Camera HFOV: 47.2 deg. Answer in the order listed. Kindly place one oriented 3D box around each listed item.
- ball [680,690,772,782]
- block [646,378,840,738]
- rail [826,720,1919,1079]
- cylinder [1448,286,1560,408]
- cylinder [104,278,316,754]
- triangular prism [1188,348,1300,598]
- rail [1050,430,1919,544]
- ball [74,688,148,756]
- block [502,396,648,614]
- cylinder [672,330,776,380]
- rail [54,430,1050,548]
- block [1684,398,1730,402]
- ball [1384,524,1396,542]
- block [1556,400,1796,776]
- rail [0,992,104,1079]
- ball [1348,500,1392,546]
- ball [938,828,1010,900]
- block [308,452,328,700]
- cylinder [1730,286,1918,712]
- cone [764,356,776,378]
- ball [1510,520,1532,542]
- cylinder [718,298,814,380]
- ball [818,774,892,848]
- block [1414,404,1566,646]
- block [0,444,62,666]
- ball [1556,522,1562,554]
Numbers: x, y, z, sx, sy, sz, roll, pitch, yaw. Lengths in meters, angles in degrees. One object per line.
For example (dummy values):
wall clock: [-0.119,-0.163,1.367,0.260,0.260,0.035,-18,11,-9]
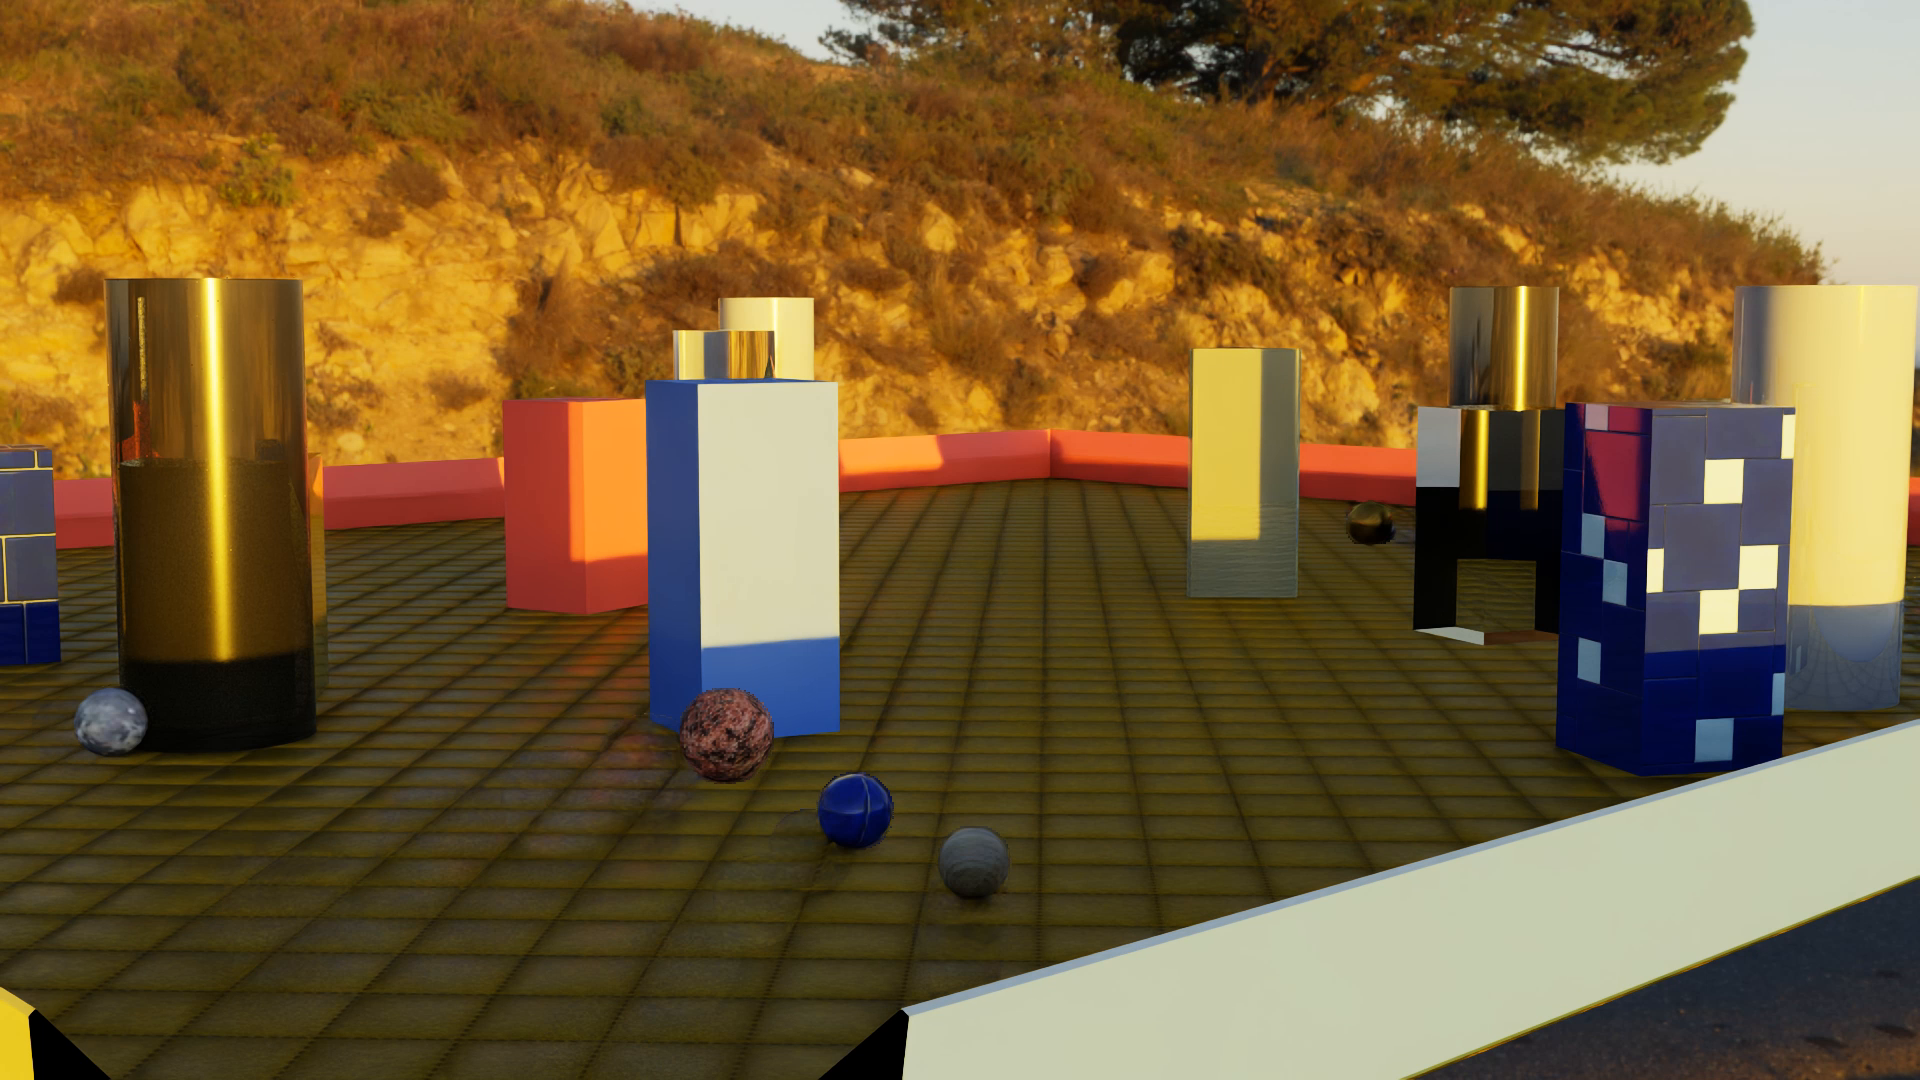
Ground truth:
ball: [-0.221,0.185,2.075,0.088,0.088,0.088,0,6,0]
block: [-0.232,0.016,2.341,0.155,0.369,0.155,-3,7,-28]
rail: [1.139,0.162,2.105,3.795,0.126,0.045,-5,8,-42]
cylinder: [0.994,-0.221,4.043,0.194,0.485,0.194,0,6,0]
cylinder: [-0.776,-0.032,2.285,0.194,0.475,0.194,0,6,0]
triangular prism: [0.440,-0.110,3.467,0.168,0.384,0.146,0,6,1]
rail: [1.377,-0.100,4.596,0.045,0.126,3.406,-5,8,-42]
ball: [-0.847,0.182,2.194,0.069,0.069,0.069,0,6,0]
block: [-0.573,-0.056,3.306,0.155,0.310,0.155,4,7,31]
cylinder: [-0.449,-0.198,4.206,0.194,0.405,0.194,0,6,0]
rail: [-1.139,-0.096,4.559,3.795,0.126,0.045,-5,8,-42]
block: [1.167,-0.055,3.301,0.155,0.309,0.155,2,6,15]
ball: [0.811,-0.019,4.217,0.046,0.046,0.046,0,6,0]
block: [0.705,0.042,2.178,0.155,0.351,0.155,-2,6,-15]
rail: [-1.377,0.165,2.068,0.045,0.126,3.406,-5,8,-42]
ball: [0.775,-0.032,4.160,0.084,0.084,0.084,0,6,0]
ball: [0.010,0.245,1.666,0.054,0.054,0.054,0,6,0]
block: [-0.818,0.043,2.525,0.155,0.276,0.155,-1,6,-9]
cylinder: [0.980,-0.054,2.516,0.194,0.470,0.194,0,6,0]
cone: [-0.265,-0.070,3.087,0.194,0.384,0.194,0,6,0]
ball: [1.062,-0.015,4.161,0.042,0.042,0.042,0,6,0]
cylinder: [-0.395,-0.261,4.504,0.194,0.467,0.194,0,6,0]
ball: [-0.087,0.225,1.821,0.061,0.061,0.061,0,6,0]
block: [0.734,-0.026,3.010,0.155,0.311,0.155,-3,7,-24]
block: [-1.245,0.017,2.807,0.155,0.268,0.155,-3,7,-28]
ball: [1.086,-0.003,3.822,0.097,0.097,0.097,0,6,0]
